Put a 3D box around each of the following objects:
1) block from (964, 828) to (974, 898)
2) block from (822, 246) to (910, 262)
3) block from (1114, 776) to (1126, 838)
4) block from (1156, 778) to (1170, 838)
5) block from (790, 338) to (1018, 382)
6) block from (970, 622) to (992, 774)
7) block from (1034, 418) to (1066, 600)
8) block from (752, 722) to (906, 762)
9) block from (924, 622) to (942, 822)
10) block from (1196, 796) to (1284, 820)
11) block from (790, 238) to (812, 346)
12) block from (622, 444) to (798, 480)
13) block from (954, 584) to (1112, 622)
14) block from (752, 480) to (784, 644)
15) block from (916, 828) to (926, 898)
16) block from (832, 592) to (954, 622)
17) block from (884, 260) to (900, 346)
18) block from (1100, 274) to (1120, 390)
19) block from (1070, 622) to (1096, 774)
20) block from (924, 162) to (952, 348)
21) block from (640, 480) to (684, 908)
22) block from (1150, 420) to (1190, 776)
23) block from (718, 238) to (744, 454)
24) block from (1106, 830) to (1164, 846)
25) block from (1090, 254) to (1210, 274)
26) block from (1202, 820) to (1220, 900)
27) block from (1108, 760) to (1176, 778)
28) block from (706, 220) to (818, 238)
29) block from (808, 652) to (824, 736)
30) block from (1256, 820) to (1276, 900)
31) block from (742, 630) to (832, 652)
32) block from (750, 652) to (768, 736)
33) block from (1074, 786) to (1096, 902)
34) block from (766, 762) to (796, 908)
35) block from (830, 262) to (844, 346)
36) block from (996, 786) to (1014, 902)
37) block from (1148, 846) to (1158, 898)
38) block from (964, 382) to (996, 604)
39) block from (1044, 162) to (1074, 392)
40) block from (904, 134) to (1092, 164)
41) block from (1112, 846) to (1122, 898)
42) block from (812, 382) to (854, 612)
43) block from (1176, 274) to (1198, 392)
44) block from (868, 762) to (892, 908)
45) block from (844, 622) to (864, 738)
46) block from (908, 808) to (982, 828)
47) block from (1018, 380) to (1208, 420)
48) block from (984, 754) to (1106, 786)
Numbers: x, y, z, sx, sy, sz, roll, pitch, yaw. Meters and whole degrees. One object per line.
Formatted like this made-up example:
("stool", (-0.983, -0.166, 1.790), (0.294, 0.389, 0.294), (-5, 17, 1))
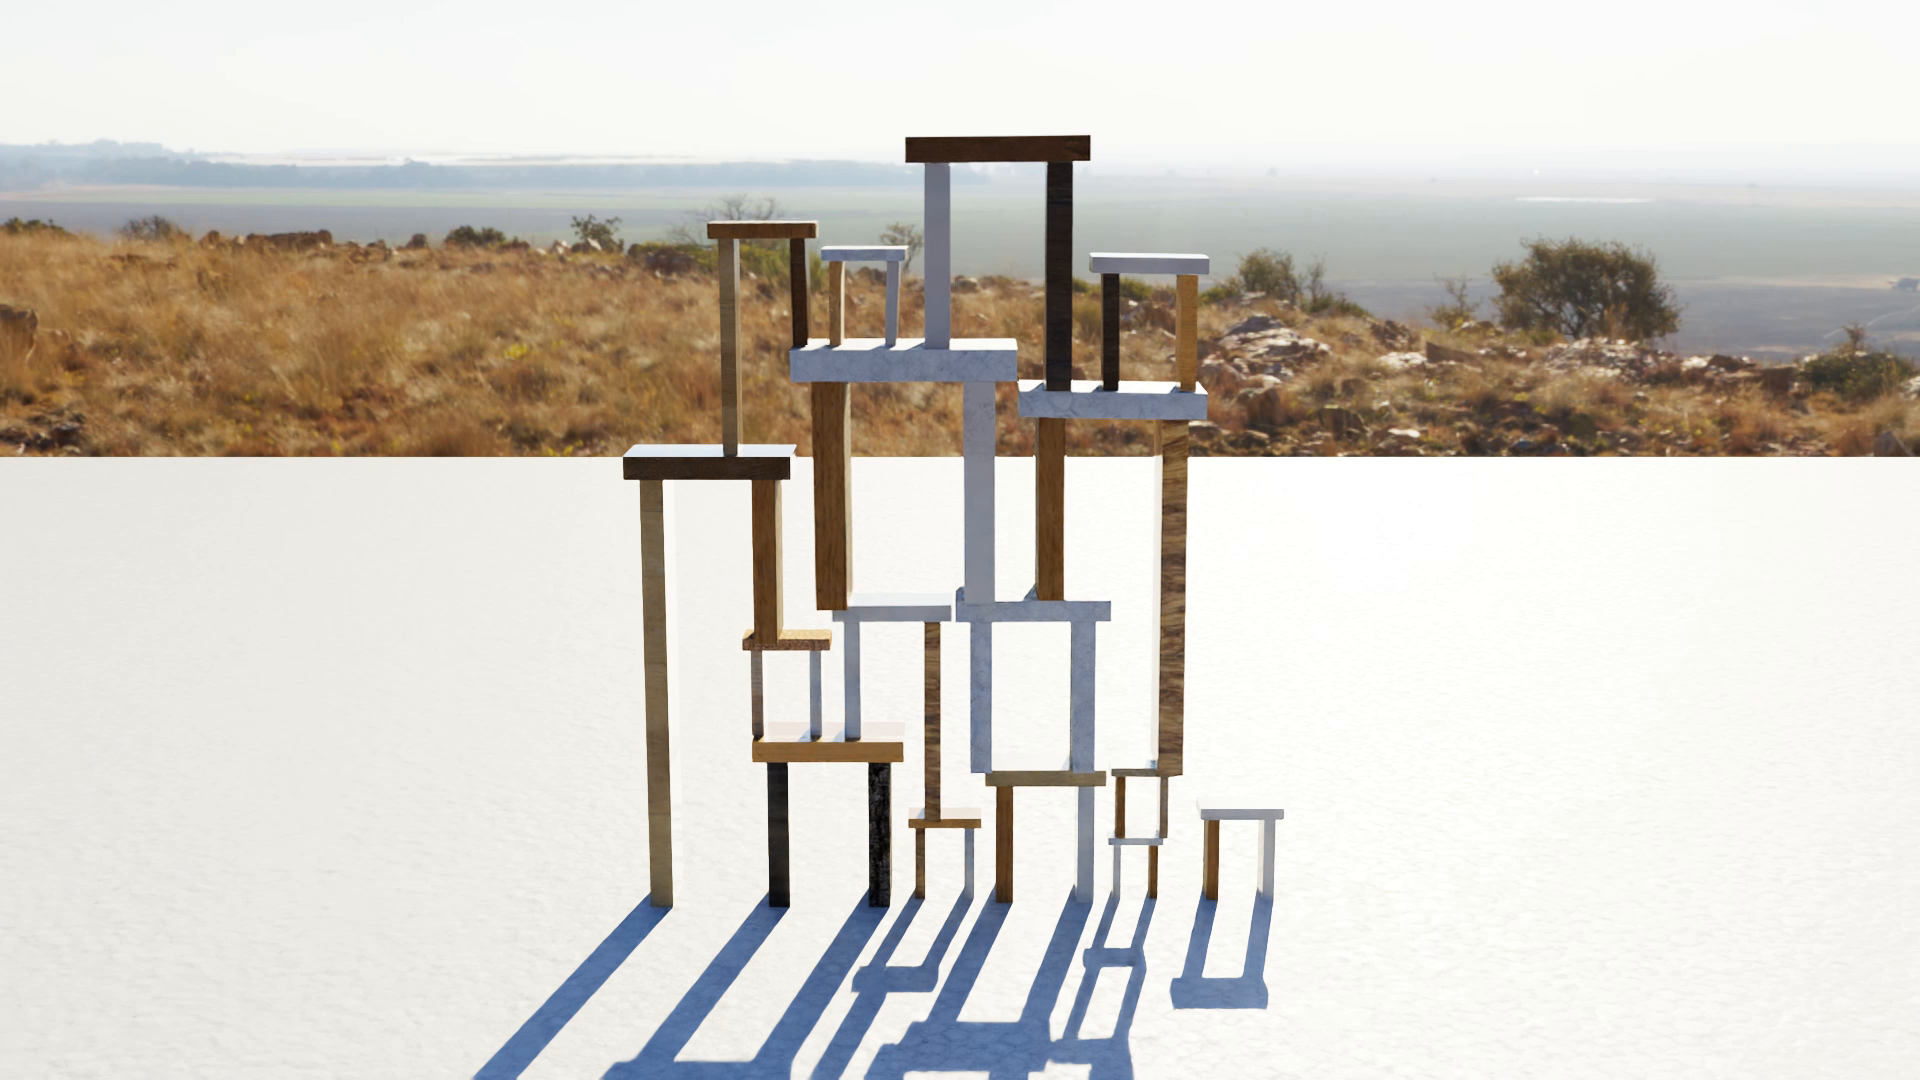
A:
("block", (0.015, 0.529, 3.662), (0.017, 0.122, 0.061), (0, 11, 0))
("block", (-0.150, -0.453, 3.480), (0.133, 0.019, 0.067), (0, 11, 3))
("block", (0.265, 0.435, 3.640), (0.015, 0.105, 0.053), (0, 11, 0))
("block", (0.335, 0.435, 3.639), (0.015, 0.105, 0.053), (0, 11, 0))
("block", (-0.087, -0.288, 3.510), (0.354, 0.050, 0.177), (0, 11, 0))
("block", (0.034, 0.244, 3.602), (0.035, 0.250, 0.125), (0, 11, 0))
("block", (0.145, -0.061, 3.550), (0.042, 0.293, 0.147), (0, 11, 0))
("block", (-0.214, 0.332, 3.616), (0.246, 0.035, 0.123), (0, 11, 0))
("block", (-0.045, 0.288, 3.618), (0.027, 0.335, 0.097), (0, 11, 0))
("block", (0.464, 0.444, 3.645), (0.138, 0.020, 0.069), (0, 11, 0))
("block", (-0.253, -0.395, 3.489), (0.024, 0.169, 0.085), (-1, 11, 0))
("block", (-0.400, -0.125, 3.538), (0.265, 0.038, 0.133), (0, 11, 0))
("block", (0.117, 0.103, 3.575), (0.250, 0.035, 0.125), (0, 10, 0))
("block", (-0.311, 0.024, 3.566), (0.038, 0.266, 0.133), (0, 10, 0))
("block", (-0.065, 0.529, 3.663), (0.017, 0.122, 0.061), (0, 11, 0))
("block", (-0.109, 0.110, 3.580), (0.194, 0.027, 0.097), (0, 11, 1))
("block", (-0.107, -0.378, 3.490), (0.019, 0.133, 0.067), (2, 11, 0))
("block", (0.237, -0.334, 3.491), (0.026, 0.183, 0.091), (0, 11, 1))
("block", (0.201, 0.243, 3.601), (0.035, 0.250, 0.125), (0, 10, 0))
("block", (-0.035, -0.452, 3.473), (0.040, 0.285, 0.143), (0, 11, 0))
("block", (-0.488, 0.242, 3.606), (0.038, 0.708, 0.133), (0, 11, 0))
("block", (0.340, 0.083, 3.576), (0.042, 0.581, 0.147), (0, 11, 0))
("block", (-0.365, -0.310, 3.501), (0.024, 0.340, 0.085), (0, 11, 0))
("block", (0.290, 0.494, 3.650), (0.092, 0.013, 0.046), (0, 11, 0))
("block", (0.298, -0.436, 3.471), (0.183, 0.026, 0.091), (1, 11, 0))
("block", (0.418, 0.522, 3.659), (0.020, 0.138, 0.069), (0, 11, 0))
("block", (0.300, 0.376, 3.628), (0.105, 0.015, 0.053), (0, 11, 0))
("block", (-0.310, -0.490, 3.468), (0.169, 0.024, 0.085), (0, 11, -1))
("block", (-0.235, 0.243, 3.610), (0.020, 0.142, 0.071), (0, 10, 0))
("block", (0.510, 0.522, 3.659), (0.020, 0.138, 0.069), (0, 11, 0))
("block", (-0.282, 0.163, 3.595), (0.142, 0.020, 0.071), (0, 10, 0))
("block", (-0.330, 0.243, 3.610), (0.020, 0.142, 0.071), (0, 10, 0))
("block", (0.206, 0.491, 3.656), (0.028, 0.199, 0.099), (0, 11, 0))
("block", (-0.295, 0.470, 3.642), (0.035, 0.246, 0.123), (0, 11, 0))
("block", (-0.196, -0.378, 3.494), (0.019, 0.133, 0.067), (1, 11, 1))
("block", (0.074, 0.491, 3.655), (0.028, 0.199, 0.099), (0, 11, 0))
("block", (0.321, 0.545, 3.659), (0.013, 0.092, 0.046), (0, 11, 0))
("block", (0.031, -0.089, 3.546), (0.050, 0.354, 0.177), (0, 10, 0))
("block", (0.155, -0.420, 3.478), (0.040, 0.354, 0.143), (0, 11, 1))
("block", (0.059, -0.613, 3.441), (0.285, 0.040, 0.143), (-1, 11, 1))
("block", (0.260, 0.545, 3.659), (0.013, 0.092, 0.046), (0, 11, 0))
("block", (-0.204, -0.083, 3.546), (0.050, 0.365, 0.177), (0, 11, 1))
("block", (0.359, -0.332, 3.490), (0.026, 0.183, 0.091), (0, 11, 1))
("block", (-0.132, 0.470, 3.642), (0.035, 0.246, 0.123), (0, 11, 0))
("block", (-0.173, 0.218, 3.604), (0.027, 0.194, 0.097), (0, 11, 1))
("block", (-0.025, 0.461, 3.650), (0.121, 0.017, 0.061), (0, 11, 0))
("block", (0.241, -0.225, 3.518), (0.293, 0.042, 0.147), (1, 11, 0))
("block", (0.140, 0.380, 3.633), (0.199, 0.028, 0.099), (0, 11, 1))
